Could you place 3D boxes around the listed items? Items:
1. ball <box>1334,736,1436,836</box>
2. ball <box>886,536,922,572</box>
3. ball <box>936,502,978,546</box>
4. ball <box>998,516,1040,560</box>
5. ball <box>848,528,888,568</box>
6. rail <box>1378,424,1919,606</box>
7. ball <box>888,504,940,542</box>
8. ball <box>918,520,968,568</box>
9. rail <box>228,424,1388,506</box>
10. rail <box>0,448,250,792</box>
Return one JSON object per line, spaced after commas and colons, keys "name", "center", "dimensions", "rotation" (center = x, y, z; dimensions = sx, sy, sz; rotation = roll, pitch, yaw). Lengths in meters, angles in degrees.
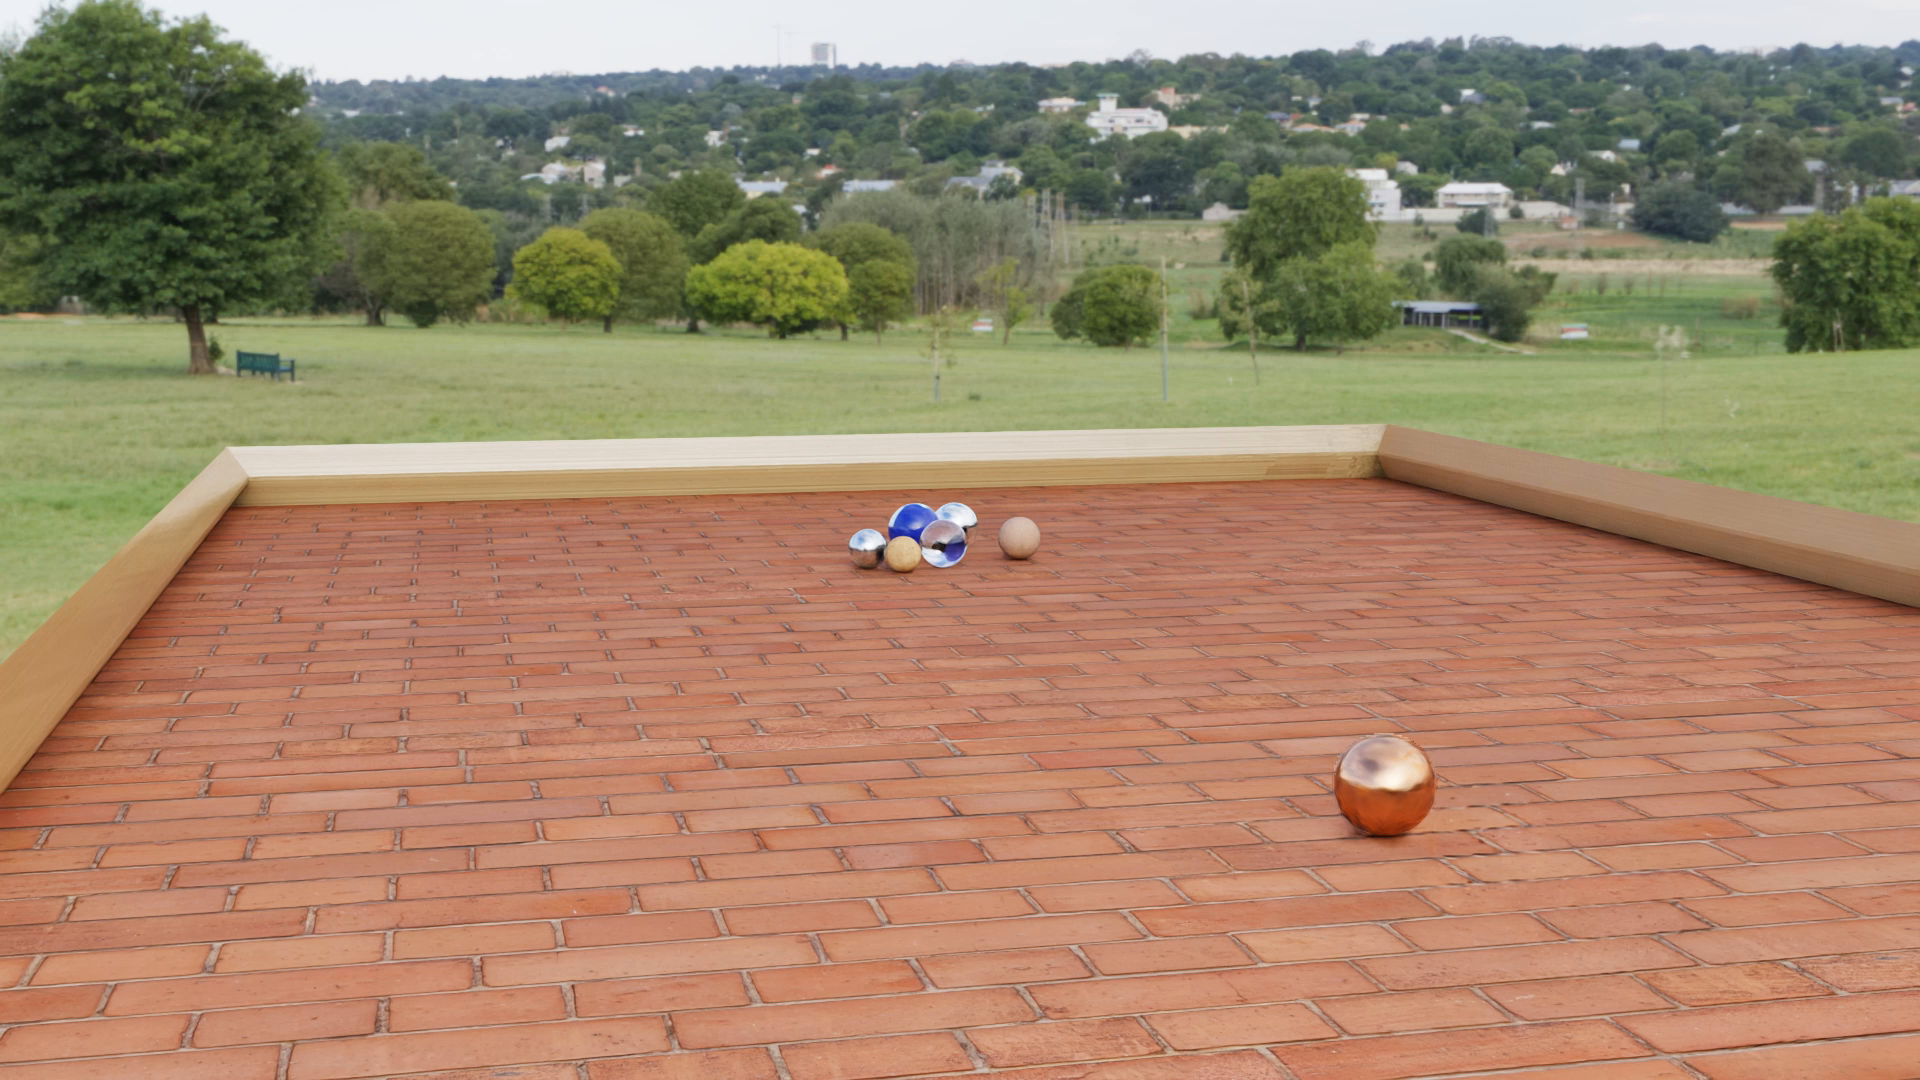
{"name": "ball", "center": [0.379, 0.219, 1.961], "dimensions": [0.089, 0.089, 0.089], "rotation": [0, 8, 0]}
{"name": "ball", "center": [-0.091, 0.023, 3.536], "dimensions": [0.059, 0.059, 0.059], "rotation": [0, 8, 0]}
{"name": "ball", "center": [-0.009, -0.023, 3.788], "dimensions": [0.083, 0.083, 0.083], "rotation": [0, 8, 0]}
{"name": "ball", "center": [0.099, -0.003, 3.681], "dimensions": [0.072, 0.072, 0.072], "rotation": [0, 8, 0]}
{"name": "ball", "center": [-0.149, 0.015, 3.573], "dimensions": [0.065, 0.065, 0.065], "rotation": [0, 8, 0]}
{"name": "rail", "center": [1.448, 0.082, 2.864], "dimensions": [0.045, 0.119, 4.380], "rotation": [-2, 8, -13]}
{"name": "ball", "center": [-0.076, -0.016, 3.704], "dimensions": [0.092, 0.092, 0.092], "rotation": [0, 8, 0]}
{"name": "ball", "center": [-0.027, 0.006, 3.585], "dimensions": [0.079, 0.079, 0.079], "rotation": [0, 8, 0]}
{"name": "rail", "center": [-0.245, -0.162, 4.675], "dimensions": [2.506, 0.119, 0.045], "rotation": [-2, 8, -13]}
{"name": "rail", "center": [-0.946, 0.157, 2.306], "dimensions": [0.045, 0.119, 4.380], "rotation": [-2, 8, -13]}
